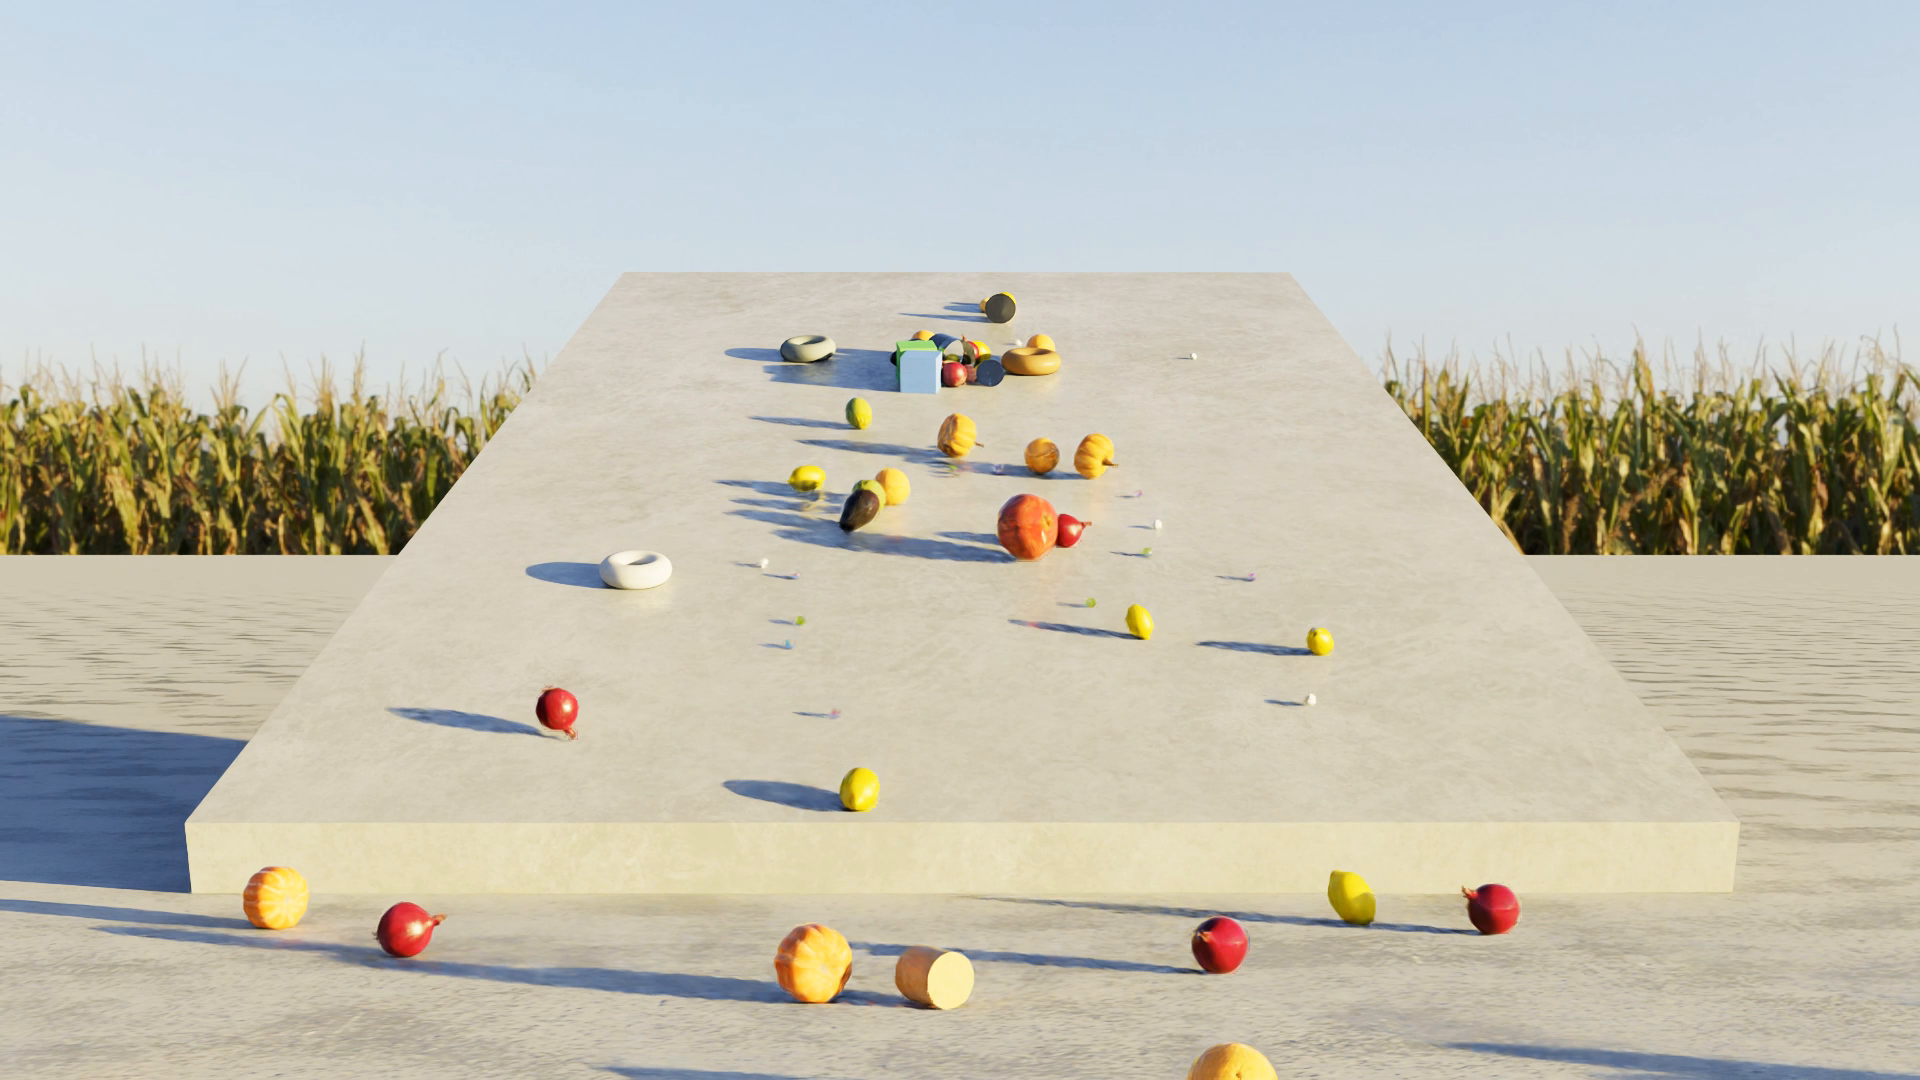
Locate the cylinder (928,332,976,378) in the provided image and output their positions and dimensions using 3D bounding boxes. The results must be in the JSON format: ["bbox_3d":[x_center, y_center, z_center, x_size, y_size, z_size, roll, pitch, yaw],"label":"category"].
[{"bbox_3d":[-0.026,-0.444,5.342,0.092,0.092,0.092,0,15,-32],"label":"cylinder"}]

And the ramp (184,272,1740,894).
[{"bbox_3d":[-0.003,-0.173,4.783,2.000,0.100,4.000,0,17,0],"label":"ramp"}]

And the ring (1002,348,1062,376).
[{"bbox_3d":[0.173,-0.433,5.380,0.146,0.049,0.146,1,16,0],"label":"ring"}]

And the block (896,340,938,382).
[{"bbox_3d":[-0.103,-0.421,5.275,0.087,0.087,0.087,-2,17,-8],"label":"block"}]

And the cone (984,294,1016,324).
[{"bbox_3d":[0.110,-0.612,5.985,0.083,0.083,0.083,0,-10,3],"label":"cone"}]

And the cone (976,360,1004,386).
[{"bbox_3d":[0.071,-0.387,5.260,0.067,0.067,0.067,0,-10,0],"label":"cone"}]

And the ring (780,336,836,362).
[{"bbox_3d":[-0.377,-0.474,5.516,0.139,0.046,0.139,-3,20,1],"label":"ring"}]

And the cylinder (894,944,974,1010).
[{"bbox_3d":[-0.025,0.428,2.182,0.055,0.055,0.055,0,0,-37],"label":"cylinder"}]

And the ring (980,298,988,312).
[{"bbox_3d":[0.101,-0.644,6.099,0.096,0.032,0.096,-1,18,0],"label":"ring"}]

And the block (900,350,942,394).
[{"bbox_3d":[-0.090,-0.392,5.185,0.084,0.084,0.084,3,17,9],"label":"block"}]

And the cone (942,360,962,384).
[{"bbox_3d":[-0.028,-0.391,5.279,0.058,0.058,0.058,0,-10,-6],"label":"cone"}]

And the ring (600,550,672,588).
[{"bbox_3d":[-0.556,0.051,3.808,0.124,0.041,0.124,1,18,0],"label":"ring"}]
